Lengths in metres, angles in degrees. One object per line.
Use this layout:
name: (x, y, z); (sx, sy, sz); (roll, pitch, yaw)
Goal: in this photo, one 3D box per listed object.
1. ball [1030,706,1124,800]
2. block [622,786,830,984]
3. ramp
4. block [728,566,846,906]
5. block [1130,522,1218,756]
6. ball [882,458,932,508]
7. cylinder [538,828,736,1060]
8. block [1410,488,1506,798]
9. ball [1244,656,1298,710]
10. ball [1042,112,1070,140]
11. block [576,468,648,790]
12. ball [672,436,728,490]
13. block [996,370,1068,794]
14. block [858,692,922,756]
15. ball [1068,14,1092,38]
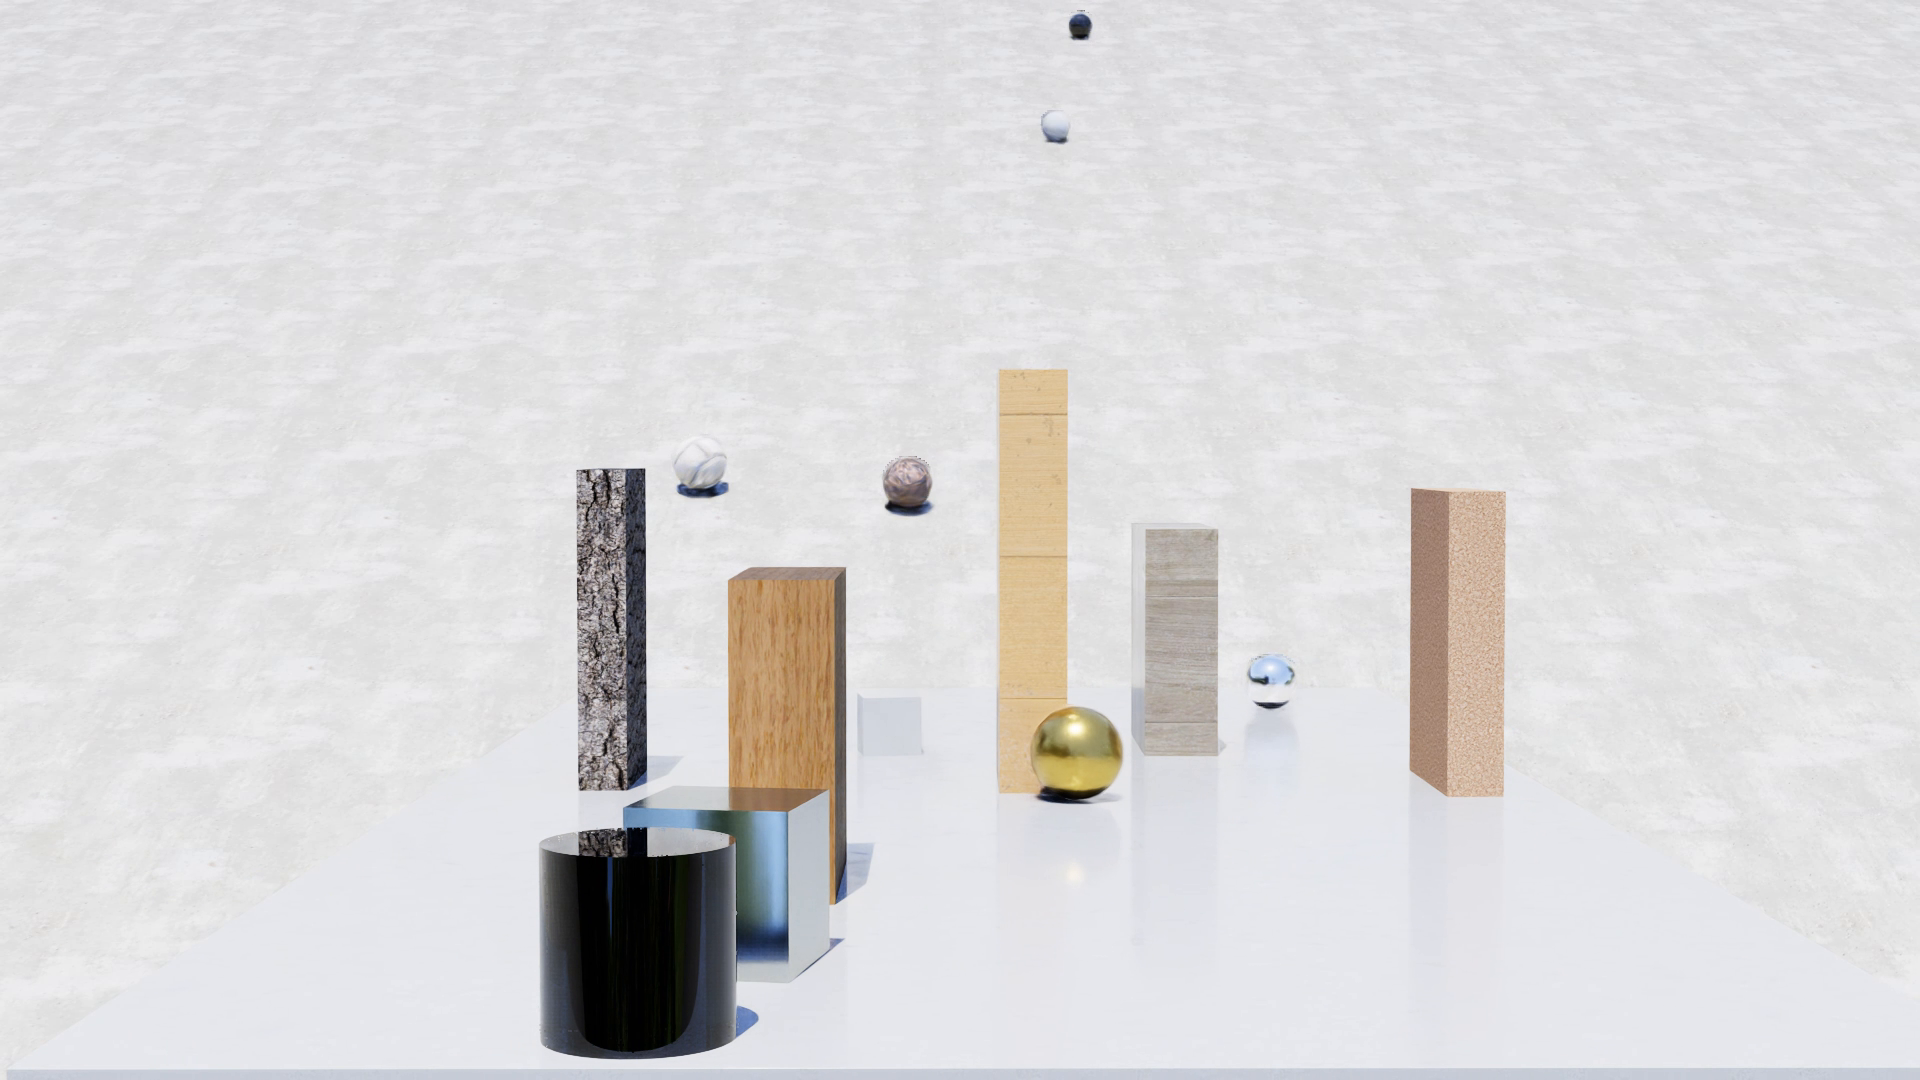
ball: (0.202, 0.370, 4.474); (0.163, 0.163, 0.163); (0, 24, 0)
block: (-0.274, 0.405, 3.057); (0.197, 0.197, 0.197); (0, 2, 11)
ramp: (0.055, 0.499, 4.546); (2.000, 0.100, 4.000); (0, 2, 0)
block: (-0.239, 0.264, 3.628); (0.142, 0.436, 0.372); (0, 2, 0)
block: (0.438, 0.196, 5.296); (0.145, 0.451, 0.406); (0, 2, 0)
ball: (-0.159, -0.171, 7.813); (0.152, 0.152, 0.152); (0, 24, 0)
cylinder: (-0.334, 0.415, 2.678); (0.204, 0.204, 0.204); (0, 2, 0)
block: (0.902, 0.176, 4.687); (0.099, 0.535, 0.379); (0, 2, 0)
ball: (0.726, 0.332, 6.016); (0.126, 0.126, 0.126); (0, 24, 0)
ball: (0.433, -1.872, 11.656); (0.129, 0.129, 0.129); (0, 24, 0)
block: (-0.638, 0.156, 4.735); (0.087, 0.573, 0.302); (0, 2, 0)
ball: (-0.802, -0.238, 7.943); (0.167, 0.167, 0.167); (0, 24, 0)
block: (0.129, 0.068, 4.712); (0.121, 0.749, 0.336); (0, 2, 0)
block: (-0.143, 0.368, 5.170); (0.116, 0.116, 0.116); (0, 2, -8)
ball: (0.631, -2.698, 13.507); (0.129, 0.129, 0.129); (0, 24, 0)
